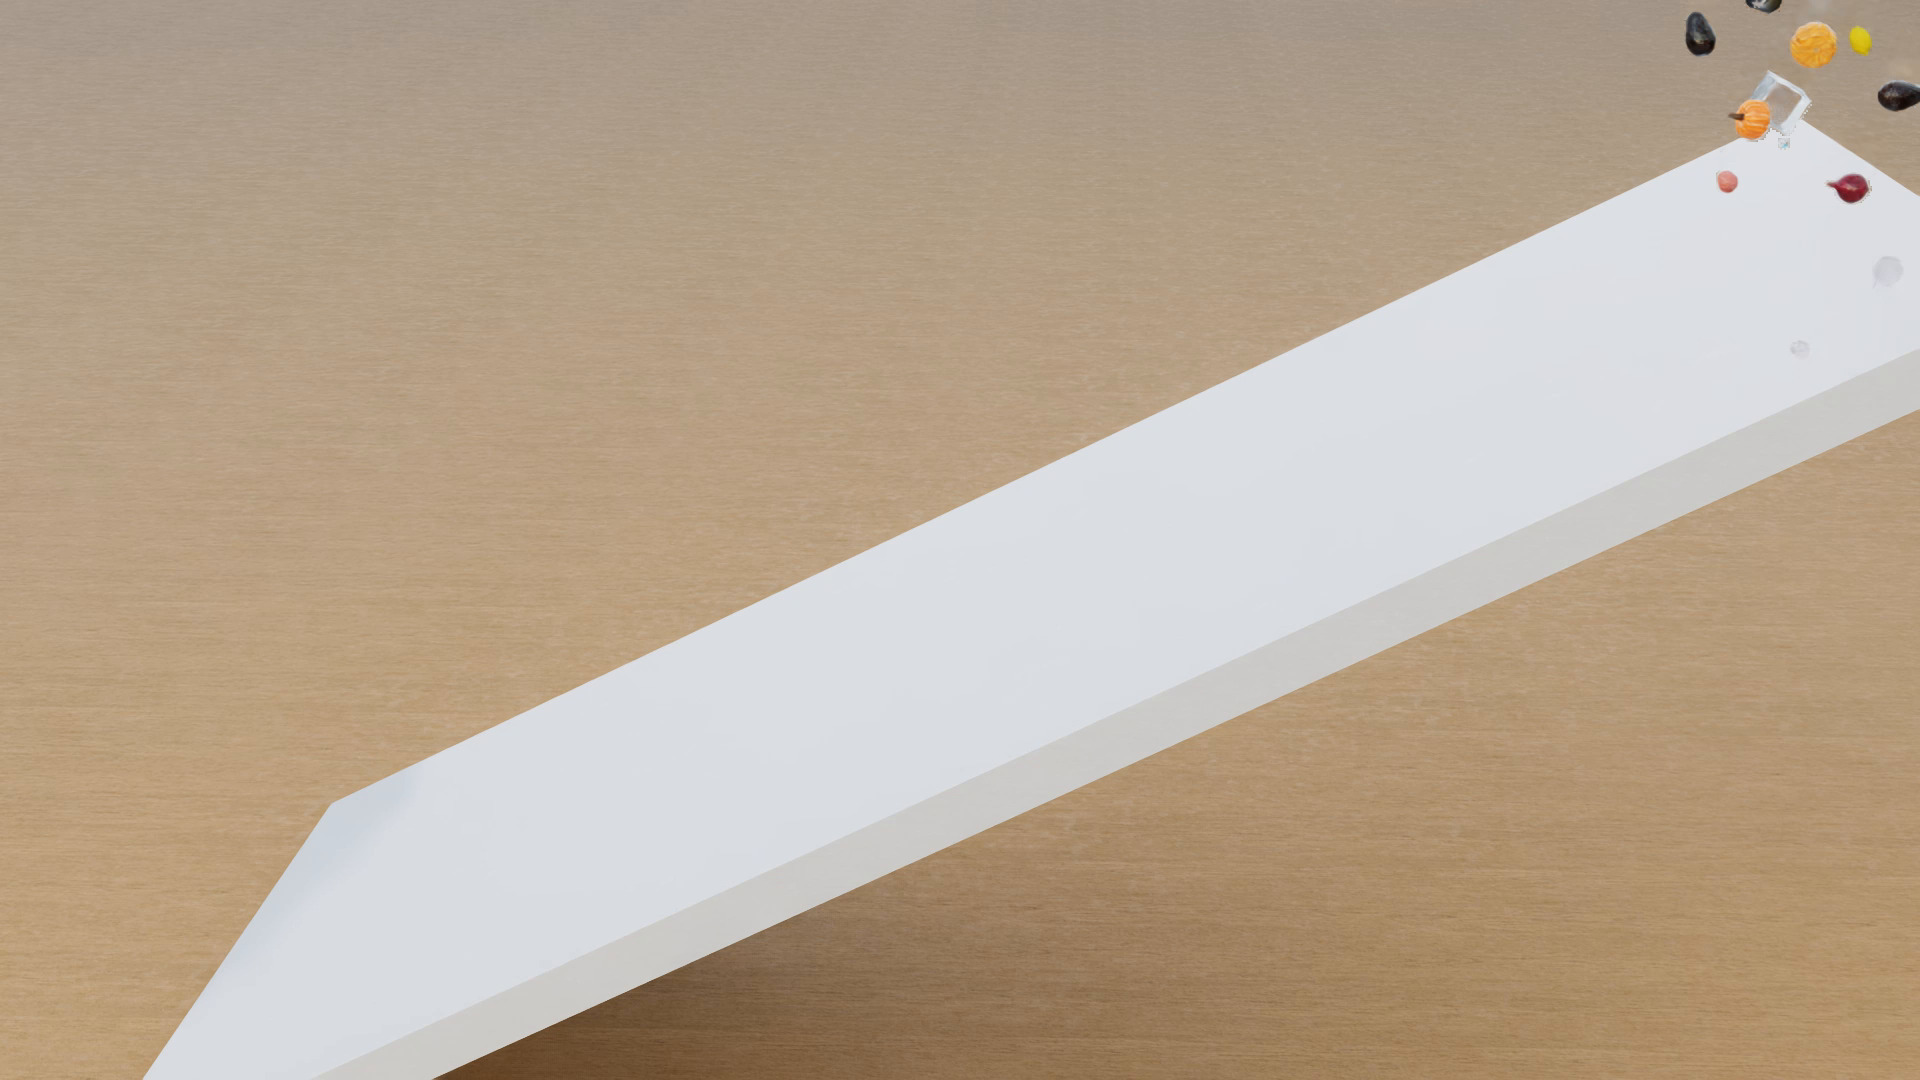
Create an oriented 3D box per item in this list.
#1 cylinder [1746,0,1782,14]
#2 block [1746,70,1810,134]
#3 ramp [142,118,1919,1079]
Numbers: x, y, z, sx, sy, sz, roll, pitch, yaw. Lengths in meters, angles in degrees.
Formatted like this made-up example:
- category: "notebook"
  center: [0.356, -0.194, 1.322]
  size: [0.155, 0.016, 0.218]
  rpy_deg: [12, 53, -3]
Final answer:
- category: "cylinder"
  center: [1.545, -1.044, 5.656]
  size: [0.053, 0.053, 0.053]
  rpy_deg: [15, 7, 41]
- category: "block"
  center: [1.675, -0.896, 6.020]
  size: [0.082, 0.082, 0.082]
  rpy_deg: [27, 23, -10]
- category: "ramp"
  center: [0.139, 0.168, 6.281]
  size: [4.000, 0.100, 2.000]
  rpy_deg: [-25, 14, 10]
